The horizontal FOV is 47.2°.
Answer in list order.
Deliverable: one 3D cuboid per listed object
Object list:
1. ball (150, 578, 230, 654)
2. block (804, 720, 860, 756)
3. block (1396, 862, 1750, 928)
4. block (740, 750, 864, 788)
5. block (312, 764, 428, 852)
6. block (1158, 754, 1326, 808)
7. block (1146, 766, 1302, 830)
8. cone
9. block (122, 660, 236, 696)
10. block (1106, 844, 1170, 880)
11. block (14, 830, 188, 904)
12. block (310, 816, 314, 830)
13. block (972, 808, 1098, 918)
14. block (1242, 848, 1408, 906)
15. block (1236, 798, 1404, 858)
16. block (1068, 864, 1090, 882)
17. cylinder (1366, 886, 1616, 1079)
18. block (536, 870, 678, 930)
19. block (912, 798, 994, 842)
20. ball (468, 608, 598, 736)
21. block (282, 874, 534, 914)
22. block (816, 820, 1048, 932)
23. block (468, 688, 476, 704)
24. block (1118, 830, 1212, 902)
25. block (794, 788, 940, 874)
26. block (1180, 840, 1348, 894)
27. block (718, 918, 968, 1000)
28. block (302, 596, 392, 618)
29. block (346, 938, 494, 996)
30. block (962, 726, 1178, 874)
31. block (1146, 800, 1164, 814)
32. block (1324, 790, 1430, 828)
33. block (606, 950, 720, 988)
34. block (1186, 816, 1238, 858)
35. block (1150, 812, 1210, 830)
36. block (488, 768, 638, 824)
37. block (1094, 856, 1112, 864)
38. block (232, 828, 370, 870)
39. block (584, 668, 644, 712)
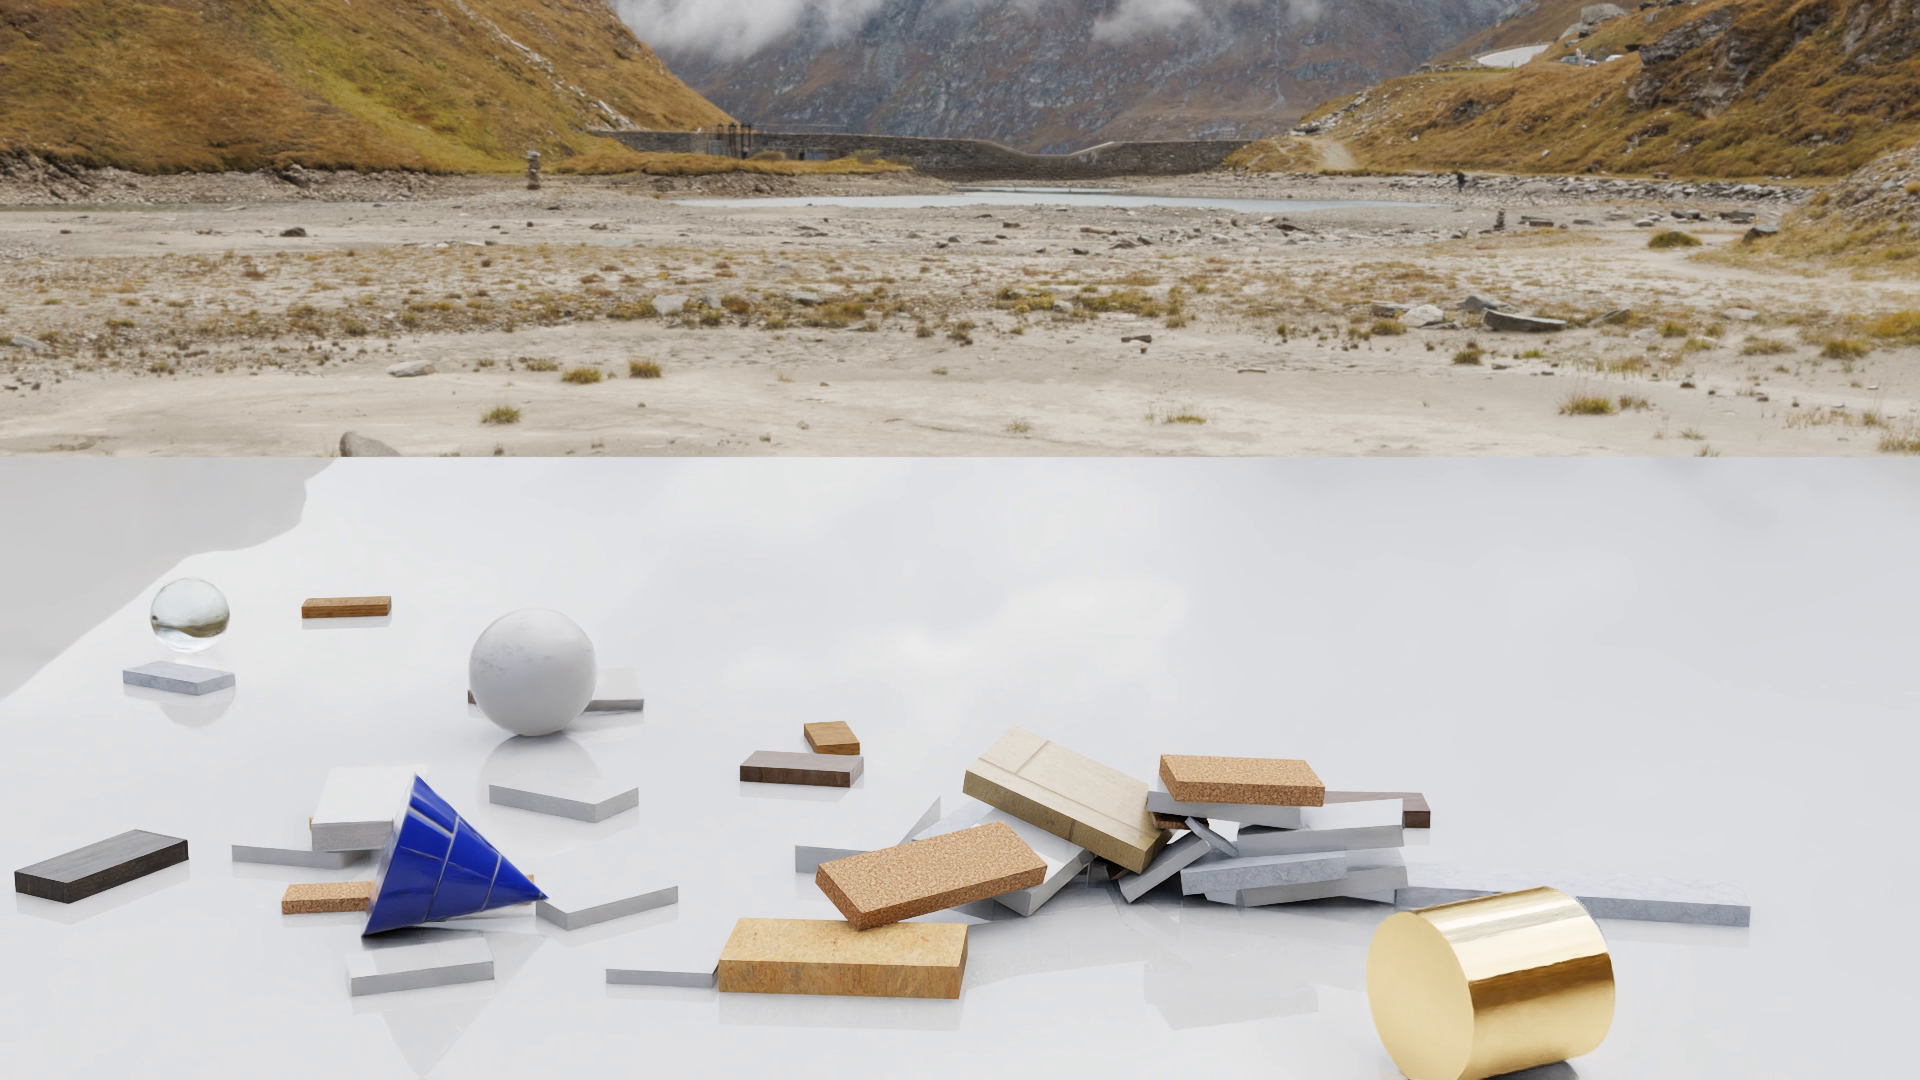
[{"bbox_3d":[-1.872,0.184,5.349,0.185,0.185,0.185,0,11,0],"label":"ball"},{"bbox_3d":[-0.267,0.412,4.560,0.088,0.025,0.175,-2,11,-13],"label":"block"},{"bbox_3d":[1.000,0.581,3.619,0.554,0.035,0.125,2,11,10],"label":"block"},{"bbox_3d":[-0.311,0.451,4.334,0.222,0.031,0.111,2,11,11],"label":"block"},{"bbox_3d":[-1.061,0.481,3.975,0.178,0.050,0.380,-1,9,-11],"label":"block"},{"bbox_3d":[0.466,0.399,3.647,0.249,0.035,0.125,3,15,-8],"label":"block"},{"bbox_3d":[0.439,0.428,3.665,0.249,0.035,0.125,7,14,5],"label":"block"},{"bbox_3d":[-0.786,0.538,3.524,0.266,0.266,0.266,19,6,-15],"label":"cone"},{"bbox_3d":[-1.796,0.317,5.055,0.246,0.031,0.109,6,12,29],"label":"block"},{"bbox_3d":[0.338,0.542,3.745,0.161,0.023,0.081,-6,-25,-28],"label":"block"},{"bbox_3d":[-1.463,0.555,3.756,0.128,0.036,0.256,6,12,27],"label":"block"},{"bbox_3d":[-1.094,0.515,4.009,0.162,0.023,0.081,-6,12,-30],"label":"block"},{"bbox_3d":[0.151,0.491,3.726,0.171,0.048,0.385,25,34,26],"label":"block"},{"bbox_3d":[0.600,0.554,3.658,0.267,0.038,0.134,-8,10,4],"label":"block"},{"bbox_3d":[0.600,0.478,3.649,0.267,0.038,0.134,-6,10,13],"label":"block"},{"bbox_3d":[0.197,0.565,3.769,0.045,0.013,0.091,1,11,7],"label":"block"},{"bbox_3d":[0.713,0.601,2.970,0.233,0.233,0.233,-5,12,-25],"label":"cylinder"},{"bbox_3d":[-0.577,0.588,3.598,0.207,0.029,0.103,-9,14,-39],"label":"block"},{"bbox_3d":[0.099,0.493,3.861,0.178,0.050,0.356,9,24,39],"label":"block"},{"bbox_3d":[-0.896,0.276,4.624,0.269,0.269,0.269,0,11,0],"label":"ball"},{"bbox_3d":[-0.909,0.585,3.633,0.398,0.023,0.081,-1,11,-7],"label":"block"},{"bbox_3d":[-0.043,0.530,3.492,0.360,0.036,0.128,-8,34,-35],"label":"block"},{"bbox_3d":[-0.971,0.346,4.897,0.222,0.031,0.111,4,11,22],"label":"block"},{"bbox_3d":[0.338,0.537,3.643,0.161,0.023,0.081,-34,6,3],"label":"block"},{"bbox_3d":[-0.159,0.520,3.913,0.171,0.048,0.341,3,11,14],"label":"block"},{"bbox_3d":[0.501,0.533,3.637,0.267,0.038,0.134,-7,10,7],"label":"block"},{"bbox_3d":[-0.172,0.629,3.318,0.355,0.050,0.178,1,11,4],"label":"block"},{"bbox_3d":[-1.619,0.177,5.809,0.218,0.031,0.109,-2,11,-8],"label":"block"},{"bbox_3d":[-0.813,0.642,3.310,0.207,0.029,0.104,-4,11,-19],"label":"block"},{"bbox_3d":[0.195,0.437,3.734,0.341,0.048,0.171,22,32,22],"label":"block"},{"bbox_3d":[0.361,0.439,3.701,0.091,0.013,0.045,-9,25,-44],"label":"block"},{"bbox_3d":[0.747,0.498,4.074,0.229,0.032,0.114,1,11,3],"label":"block"},{"bbox_3d":[-0.443,0.645,3.311,0.162,0.023,0.081,1,11,7],"label":"block"},{"bbox_3d":[0.414,0.489,3.617,0.091,0.013,0.045,34,6,-28],"label":"block"},{"bbox_3d":[0.366,0.466,3.659,0.091,0.013,0.045,5,17,-7],"label":"block"},{"bbox_3d":[-0.749,0.481,4.156,0.256,0.036,0.128,6,12,29],"label":"block"},{"bbox_3d":[0.282,0.554,3.825,0.091,0.013,0.045,9,14,40],"label":"block"},{"bbox_3d":[-1.155,0.540,3.857,0.207,0.029,0.104,2,11,13],"label":"block"},{"bbox_3d":[-0.814,0.330,4.828,0.222,0.031,0.111,0,34,-21],"label":"block"}]
